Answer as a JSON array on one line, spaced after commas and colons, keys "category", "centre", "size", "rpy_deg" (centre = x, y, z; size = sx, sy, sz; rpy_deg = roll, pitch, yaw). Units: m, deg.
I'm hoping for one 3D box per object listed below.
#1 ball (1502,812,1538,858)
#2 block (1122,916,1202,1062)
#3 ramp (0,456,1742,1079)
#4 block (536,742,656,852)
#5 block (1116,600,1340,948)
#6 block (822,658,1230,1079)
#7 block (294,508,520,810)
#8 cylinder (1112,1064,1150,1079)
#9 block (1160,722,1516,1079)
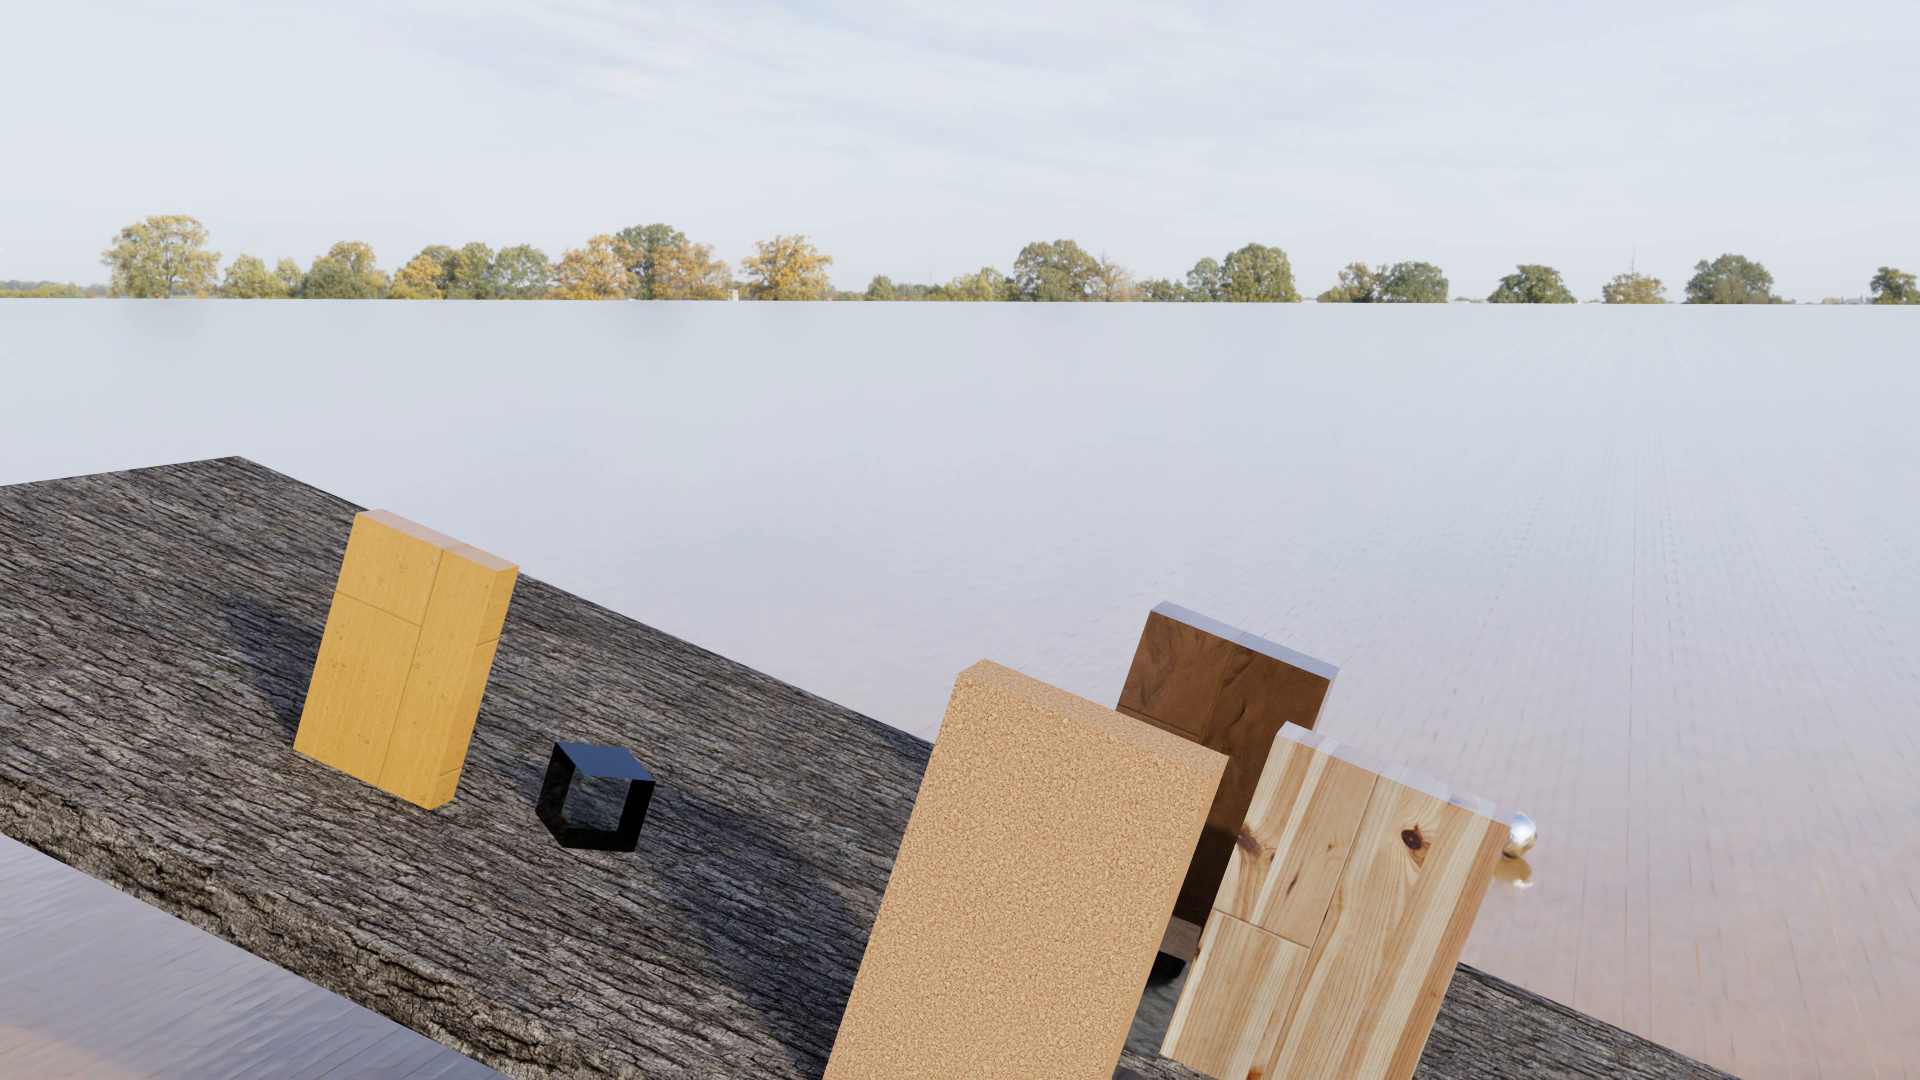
[{"category": "ball", "centre": [1.760, 0.936, 6.996], "size": [0.147, 0.147, 0.147], "rpy_deg": [0, 7, 0]}, {"category": "block", "centre": [0.298, 0.772, 3.913], "size": [0.194, 0.194, 0.194], "rpy_deg": [20, 12, 7]}, {"category": "ramp", "centre": [-0.348, 0.648, 4.220], "size": [4.000, 0.100, 2.000], "rpy_deg": [21, 12, 14]}, {"category": "block", "centre": [-0.662, 0.466, 3.986], "size": [0.143, 0.143, 0.143], "rpy_deg": [10, 14, -34]}, {"category": "block", "centre": [0.466, 0.487, 4.392], "size": [0.373, 0.628, 0.138], "rpy_deg": [21, 12, 14]}, {"category": "block", "centre": [0.089, 0.577, 3.273], "size": [0.394, 0.693, 0.134], "rpy_deg": [21, 12, 14]}, {"category": "block", "centre": [-0.985, 0.210, 3.903], "size": [0.288, 0.454, 0.082], "rpy_deg": [21, 12, 14]}, {"category": "cylinder", "centre": [0.209, 0.879, 3.421], "size": [0.144, 0.144, 0.144], "rpy_deg": [22, 13, 17]}, {"category": "block", "centre": [0.648, 0.683, 3.811], "size": [0.415, 0.616, 0.115], "rpy_deg": [21, 12, 14]}]
